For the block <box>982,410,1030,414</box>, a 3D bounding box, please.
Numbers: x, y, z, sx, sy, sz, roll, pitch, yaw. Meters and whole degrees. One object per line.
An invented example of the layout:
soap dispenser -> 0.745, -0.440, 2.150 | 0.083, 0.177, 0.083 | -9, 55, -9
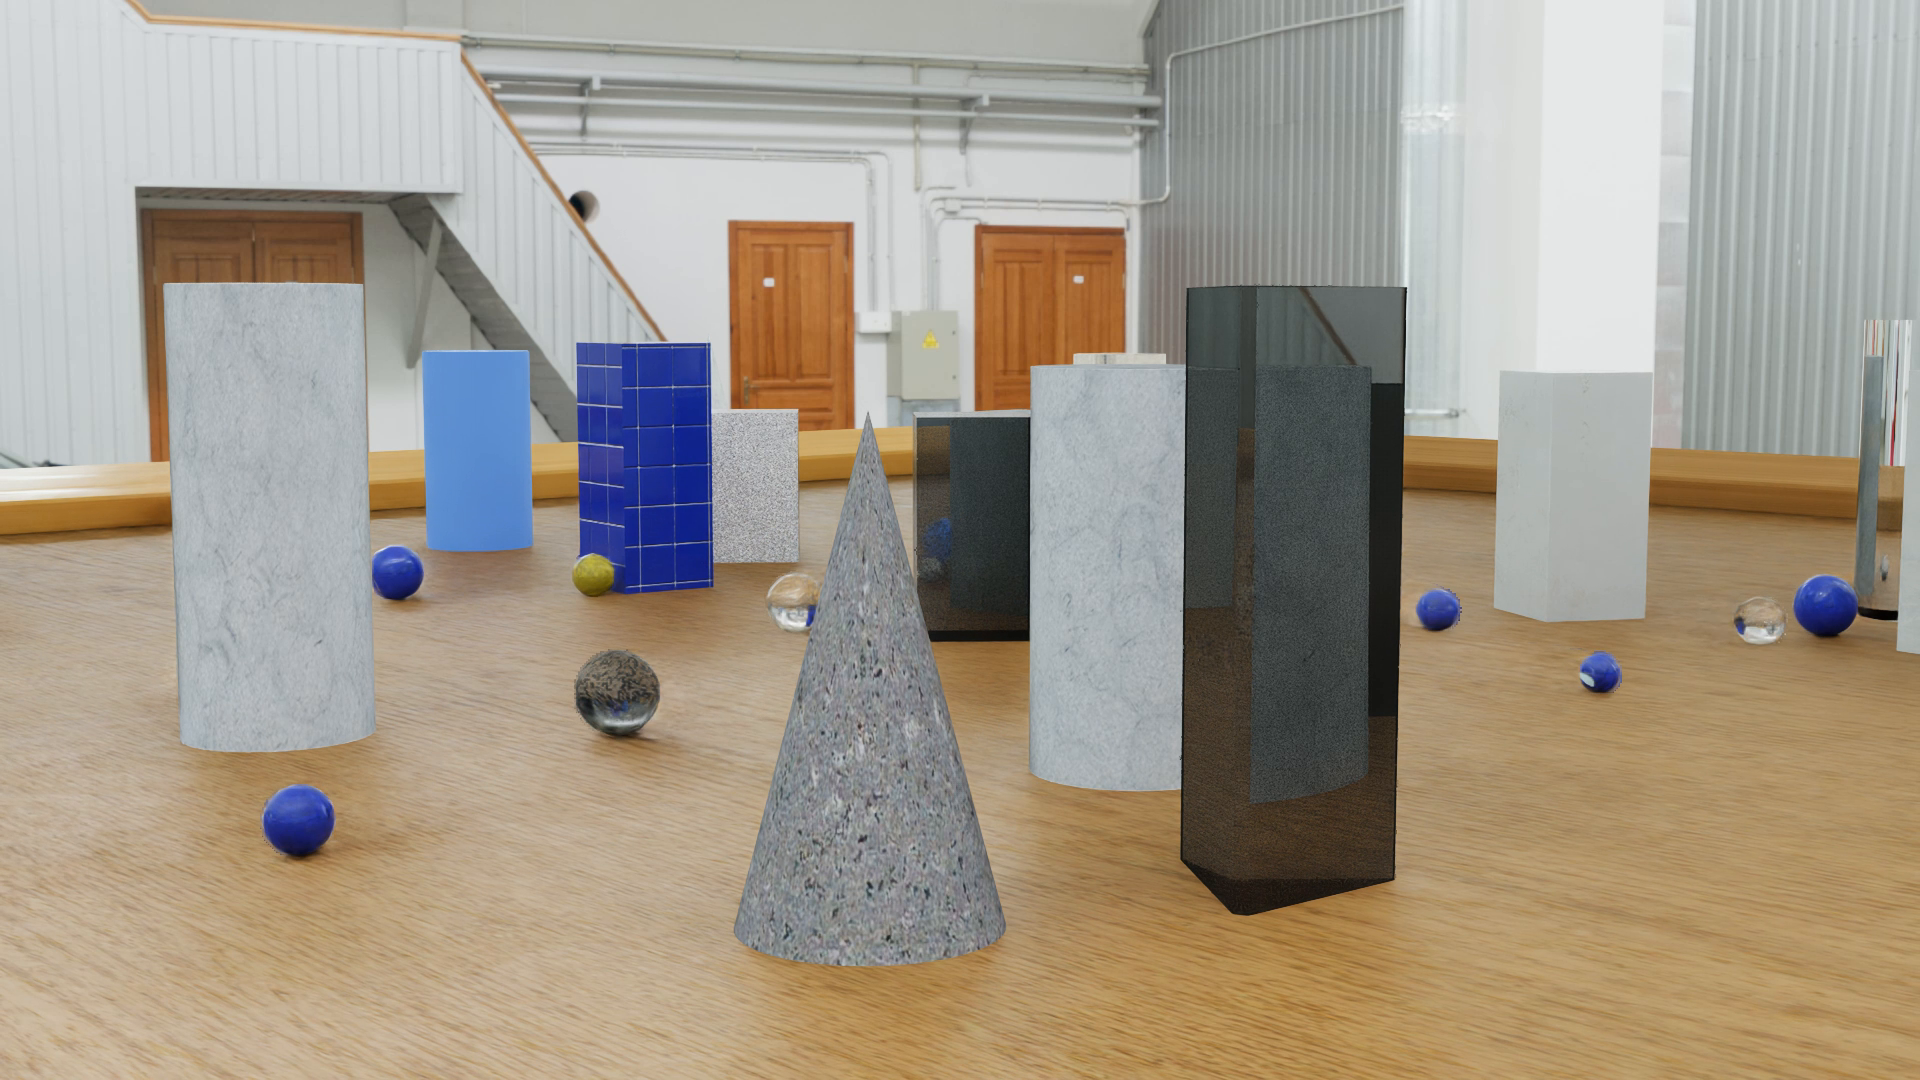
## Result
block -> 0.094, -0.049, 3.354 | 0.158, 0.290, 0.158 | 6, 8, 44

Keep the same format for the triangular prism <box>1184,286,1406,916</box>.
triangular prism -> 0.228, 0.036, 1.711 | 0.171, 0.462, 0.148 | -5, 8, -38

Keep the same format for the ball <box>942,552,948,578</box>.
ball -> -0.004, 0.041, 3.627 | 0.053, 0.053, 0.053 | 0, 6, 0

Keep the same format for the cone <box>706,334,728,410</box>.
cone -> -0.515, -0.227, 4.530 | 0.198, 0.399, 0.198 | 0, 6, 0

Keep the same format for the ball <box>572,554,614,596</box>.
ball -> -0.573, 0.054, 3.436 | 0.067, 0.067, 0.067 | 0, 6, 0

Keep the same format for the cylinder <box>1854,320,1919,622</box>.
cylinder -> 1.415, -0.104, 3.201 | 0.198, 0.431, 0.198 | 0, 6, 0

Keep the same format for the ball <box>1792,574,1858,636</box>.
ball -> 1.188, 0.089, 3.018 | 0.085, 0.085, 0.085 | 0, 6, 0

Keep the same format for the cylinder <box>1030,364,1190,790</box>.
cylinder -> 0.166, 0.029, 2.123 | 0.198, 0.391, 0.198 | 0, 6, 0

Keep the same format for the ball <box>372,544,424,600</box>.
ball -> -0.871, 0.050, 3.393 | 0.086, 0.086, 0.086 | 0, 6, 0

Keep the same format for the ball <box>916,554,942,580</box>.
ball -> -0.052, 0.045, 3.638 | 0.044, 0.044, 0.044 | 0, 6, 0

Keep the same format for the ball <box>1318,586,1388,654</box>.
ball -> 0.509, 0.104, 2.856 | 0.089, 0.089, 0.089 | 0, 6, 0

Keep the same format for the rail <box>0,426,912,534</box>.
rail -> -1.386, -0.122, 4.825 | 4.724, 0.128, 0.045 | -5, 8, -42

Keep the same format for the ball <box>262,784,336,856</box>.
ball -> -0.542, 0.229, 1.804 | 0.058, 0.058, 0.058 | 0, 6, 0

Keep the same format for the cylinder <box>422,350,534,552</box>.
cylinder -> -0.911, -0.172, 4.158 | 0.198, 0.368, 0.198 | 0, 6, 0

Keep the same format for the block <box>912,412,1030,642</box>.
block -> 0.017, -0.022, 3.030 | 0.158, 0.303, 0.158 | 0, 6, -3

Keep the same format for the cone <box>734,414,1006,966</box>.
cone -> -0.065, 0.094, 1.577 | 0.198, 0.375, 0.198 | 0, 6, 0

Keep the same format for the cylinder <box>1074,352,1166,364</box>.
cylinder -> 0.341, -0.223, 4.722 | 0.198, 0.352, 0.198 | 0, 6, 0

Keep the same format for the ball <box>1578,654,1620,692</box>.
ball -> 0.747, 0.155, 2.568 | 0.046, 0.046, 0.046 | 0, 6, 0

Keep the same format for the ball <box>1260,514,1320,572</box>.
ball -> 0.563, 0.005, 3.753 | 0.099, 0.099, 0.099 | 0, 6, 0

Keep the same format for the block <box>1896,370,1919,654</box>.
block -> 1.338, -0.034, 2.838 | 0.158, 0.367, 0.158 | -3, 7, -28

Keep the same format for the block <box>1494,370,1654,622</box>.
block -> 0.898, -0.069, 3.229 | 0.158, 0.357, 0.158 | -2, 6, -14

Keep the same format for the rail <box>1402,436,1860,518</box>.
rail -> 1.718, -0.131, 4.909 | 0.045, 0.128, 4.134 | -5, 8, -42

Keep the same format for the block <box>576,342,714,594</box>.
block -> -0.509, -0.122, 3.552 | 0.158, 0.393, 0.158 | -4, 7, -36

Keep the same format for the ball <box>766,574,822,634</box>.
ball -> -0.227, 0.087, 3.043 | 0.083, 0.083, 0.083 | 0, 6, 0

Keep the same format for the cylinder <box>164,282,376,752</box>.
cylinder -> -0.719, -0.030, 2.297 | 0.198, 0.471, 0.198 | 0, 6, 0

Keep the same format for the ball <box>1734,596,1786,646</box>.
ball -> 1.067, 0.108, 2.932 | 0.065, 0.065, 0.065 | 0, 6, 0

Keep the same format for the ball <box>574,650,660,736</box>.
ball -> -0.360, 0.161, 2.312 | 0.089, 0.089, 0.089 | 0, 6, 0

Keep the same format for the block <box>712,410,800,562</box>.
block -> -0.370, -0.100, 3.962 | 0.158, 0.265, 0.158 | 0, 6, -3

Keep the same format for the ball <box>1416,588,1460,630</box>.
ball -> 0.666, 0.097, 3.067 | 0.058, 0.058, 0.058 | 0, 6, 0

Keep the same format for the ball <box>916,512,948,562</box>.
ball -> -0.025, 0.003, 3.779 | 0.099, 0.099, 0.099 | 0, 6, 0
